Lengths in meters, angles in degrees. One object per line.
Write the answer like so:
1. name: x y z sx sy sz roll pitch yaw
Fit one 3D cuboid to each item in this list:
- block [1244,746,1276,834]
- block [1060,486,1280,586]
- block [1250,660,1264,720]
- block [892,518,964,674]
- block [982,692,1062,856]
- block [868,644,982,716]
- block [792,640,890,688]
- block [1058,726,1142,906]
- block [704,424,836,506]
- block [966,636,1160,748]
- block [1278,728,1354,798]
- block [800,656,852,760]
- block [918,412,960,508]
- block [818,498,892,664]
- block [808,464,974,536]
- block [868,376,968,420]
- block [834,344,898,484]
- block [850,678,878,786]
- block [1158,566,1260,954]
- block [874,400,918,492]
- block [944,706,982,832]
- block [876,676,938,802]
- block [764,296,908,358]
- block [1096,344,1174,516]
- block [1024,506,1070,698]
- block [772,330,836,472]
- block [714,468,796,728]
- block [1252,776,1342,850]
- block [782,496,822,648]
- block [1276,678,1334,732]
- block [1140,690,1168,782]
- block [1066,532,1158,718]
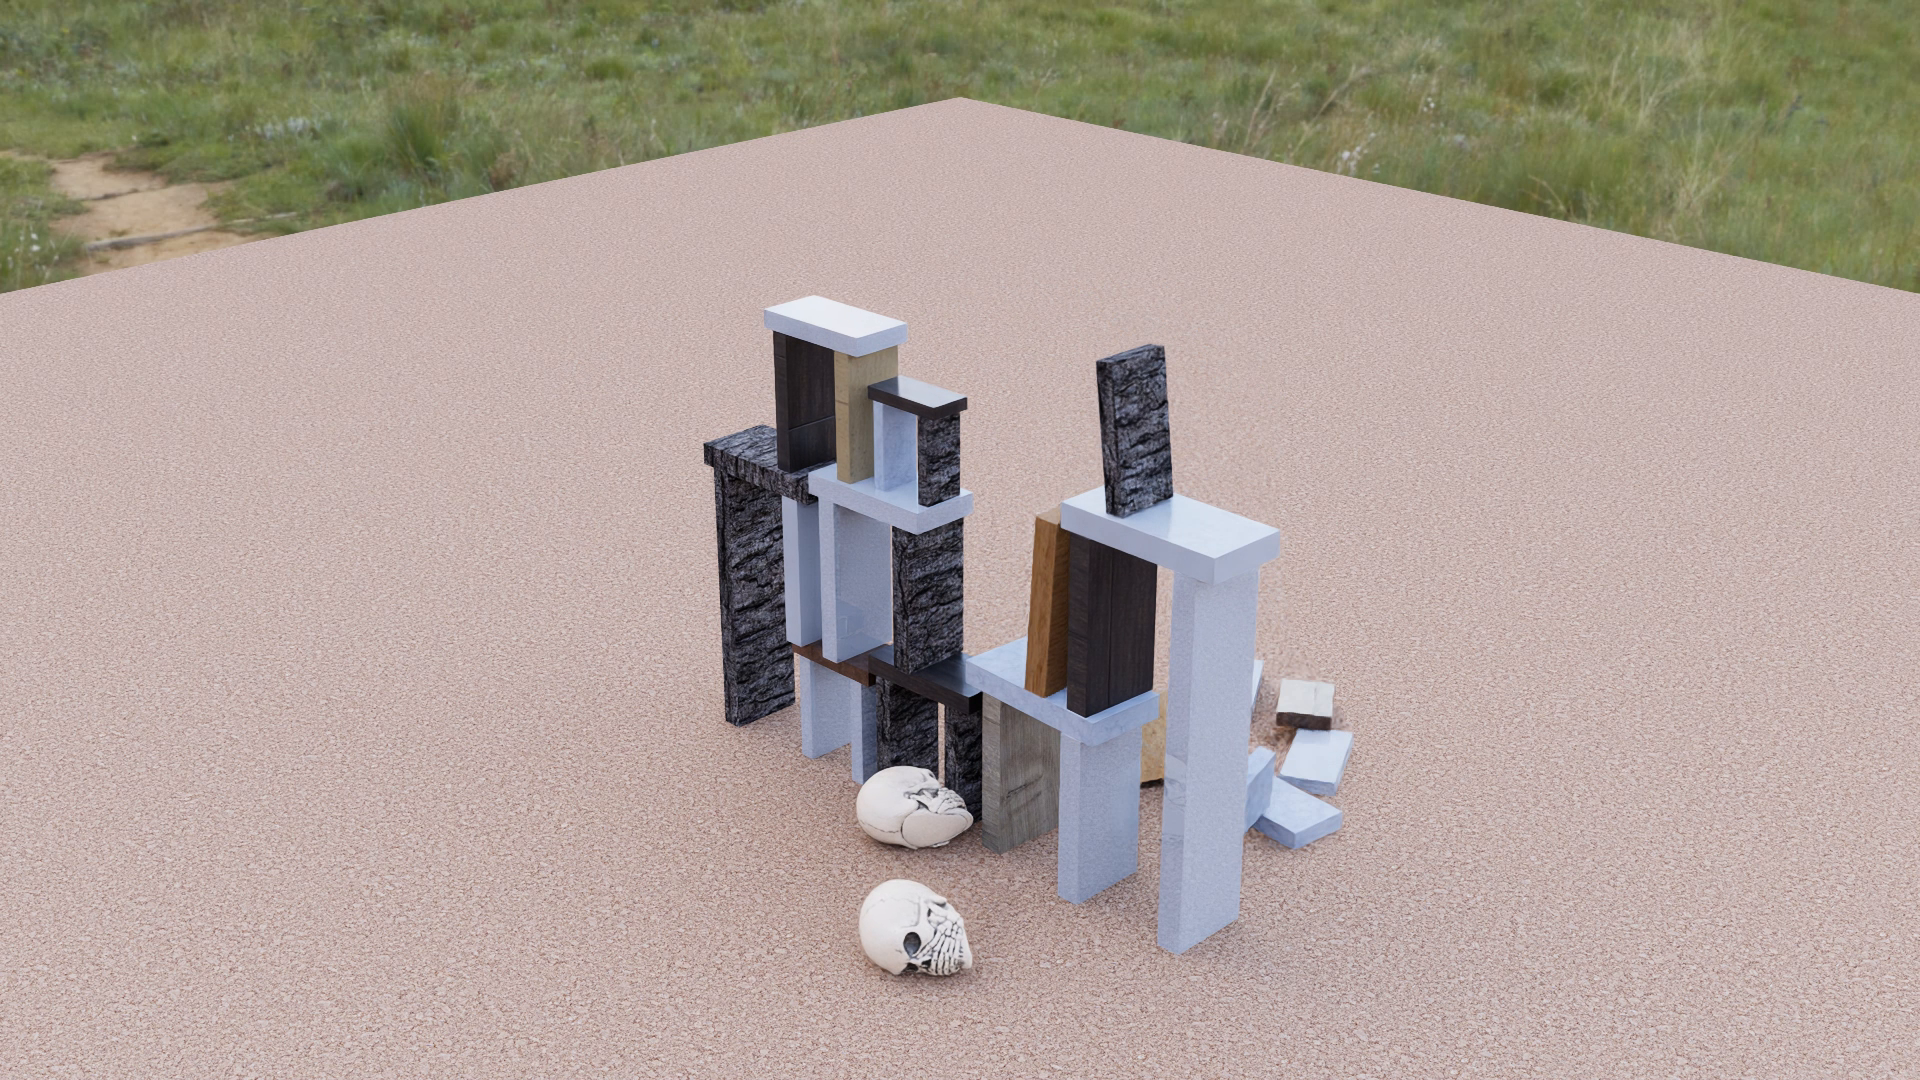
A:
1. block: 0.529 0.531 4.278 0.038 0.135 0.270 22 40 27
2. block: 0.364 -0.019 3.831 0.176 0.050 0.351 -21 31 -40
3. block: 0.611 0.330 4.942 0.115 0.033 0.230 5 24 12
4. block: -0.062 0.097 4.334 0.044 0.308 0.154 21 31 40
5. block: 0.124 0.428 4.309 0.173 0.347 0.049 -19 30 -38
6. block: -0.037 0.265 4.380 0.275 0.039 0.138 20 30 39
7. block: -0.227 0.234 4.563 0.236 0.033 0.118 21 31 41
8. block: 0.264 0.498 4.145 0.173 0.346 0.049 -21 31 -41
9. block: -0.364 -0.158 4.551 0.163 0.046 0.326 -22 31 -40
10. block: 0.190 0.280 4.150 0.173 0.049 0.346 -19 29 -37
11. block: 0.750 0.463 4.627 0.115 0.033 0.230 7 24 17
12. block: -0.282 0.336 4.667 0.118 0.236 0.033 -21 31 -41
13. block: -0.040 -0.161 4.204 0.026 0.181 0.090 20 30 39
14. block: -0.211 0.062 4.474 0.154 0.353 0.044 -21 31 -41
15. block: -0.138 -0.093 4.331 0.308 0.044 0.154 21 31 40
16. block: -0.082 -0.272 4.202 0.181 0.026 0.090 21 31 40
17. block: -0.182 -0.256 4.316 0.038 0.268 0.134 21 31 40
18. block: -0.171 0.380 4.564 0.033 0.236 0.118 21 31 41
19. block: 0.440 0.379 3.913 0.175 0.747 0.050 -21 31 -41
20. block: -0.126 -0.194 4.281 0.026 0.181 0.090 21 31 40
21. block: 0.032 0.431 4.392 0.138 0.275 0.039 -21 31 -40
22. block: -0.107 0.386 4.499 0.039 0.275 0.138 21 31 40
23. block: -0.245 -0.421 4.313 0.268 0.038 0.134 21 31 40
24. block: 0.305 -0.191 3.819 0.135 0.273 0.038 -21 24 -40
25. block: 0.206 0.100 4.057 0.050 0.354 0.177 23 32 37
26. block: -0.309 -0.293 4.436 0.038 0.293 0.134 22 31 41
27. block: -0.441 0.107 4.747 0.046 0.595 0.163 21 31 41
28. block: 0.625 0.535 4.451 0.135 0.038 0.270 -17 29 -35
29. block: -0.287 0.043 4.553 0.046 0.326 0.163 21 31 41
30. block: 0.758 0.360 4.823 0.115 0.033 0.230 6 15 10
31. block: 0.382 0.409 4.565 0.354 0.177 0.050 -8 -2 -18
32. block: 0.277 0.132 3.988 0.175 0.351 0.050 -19 29 -38
